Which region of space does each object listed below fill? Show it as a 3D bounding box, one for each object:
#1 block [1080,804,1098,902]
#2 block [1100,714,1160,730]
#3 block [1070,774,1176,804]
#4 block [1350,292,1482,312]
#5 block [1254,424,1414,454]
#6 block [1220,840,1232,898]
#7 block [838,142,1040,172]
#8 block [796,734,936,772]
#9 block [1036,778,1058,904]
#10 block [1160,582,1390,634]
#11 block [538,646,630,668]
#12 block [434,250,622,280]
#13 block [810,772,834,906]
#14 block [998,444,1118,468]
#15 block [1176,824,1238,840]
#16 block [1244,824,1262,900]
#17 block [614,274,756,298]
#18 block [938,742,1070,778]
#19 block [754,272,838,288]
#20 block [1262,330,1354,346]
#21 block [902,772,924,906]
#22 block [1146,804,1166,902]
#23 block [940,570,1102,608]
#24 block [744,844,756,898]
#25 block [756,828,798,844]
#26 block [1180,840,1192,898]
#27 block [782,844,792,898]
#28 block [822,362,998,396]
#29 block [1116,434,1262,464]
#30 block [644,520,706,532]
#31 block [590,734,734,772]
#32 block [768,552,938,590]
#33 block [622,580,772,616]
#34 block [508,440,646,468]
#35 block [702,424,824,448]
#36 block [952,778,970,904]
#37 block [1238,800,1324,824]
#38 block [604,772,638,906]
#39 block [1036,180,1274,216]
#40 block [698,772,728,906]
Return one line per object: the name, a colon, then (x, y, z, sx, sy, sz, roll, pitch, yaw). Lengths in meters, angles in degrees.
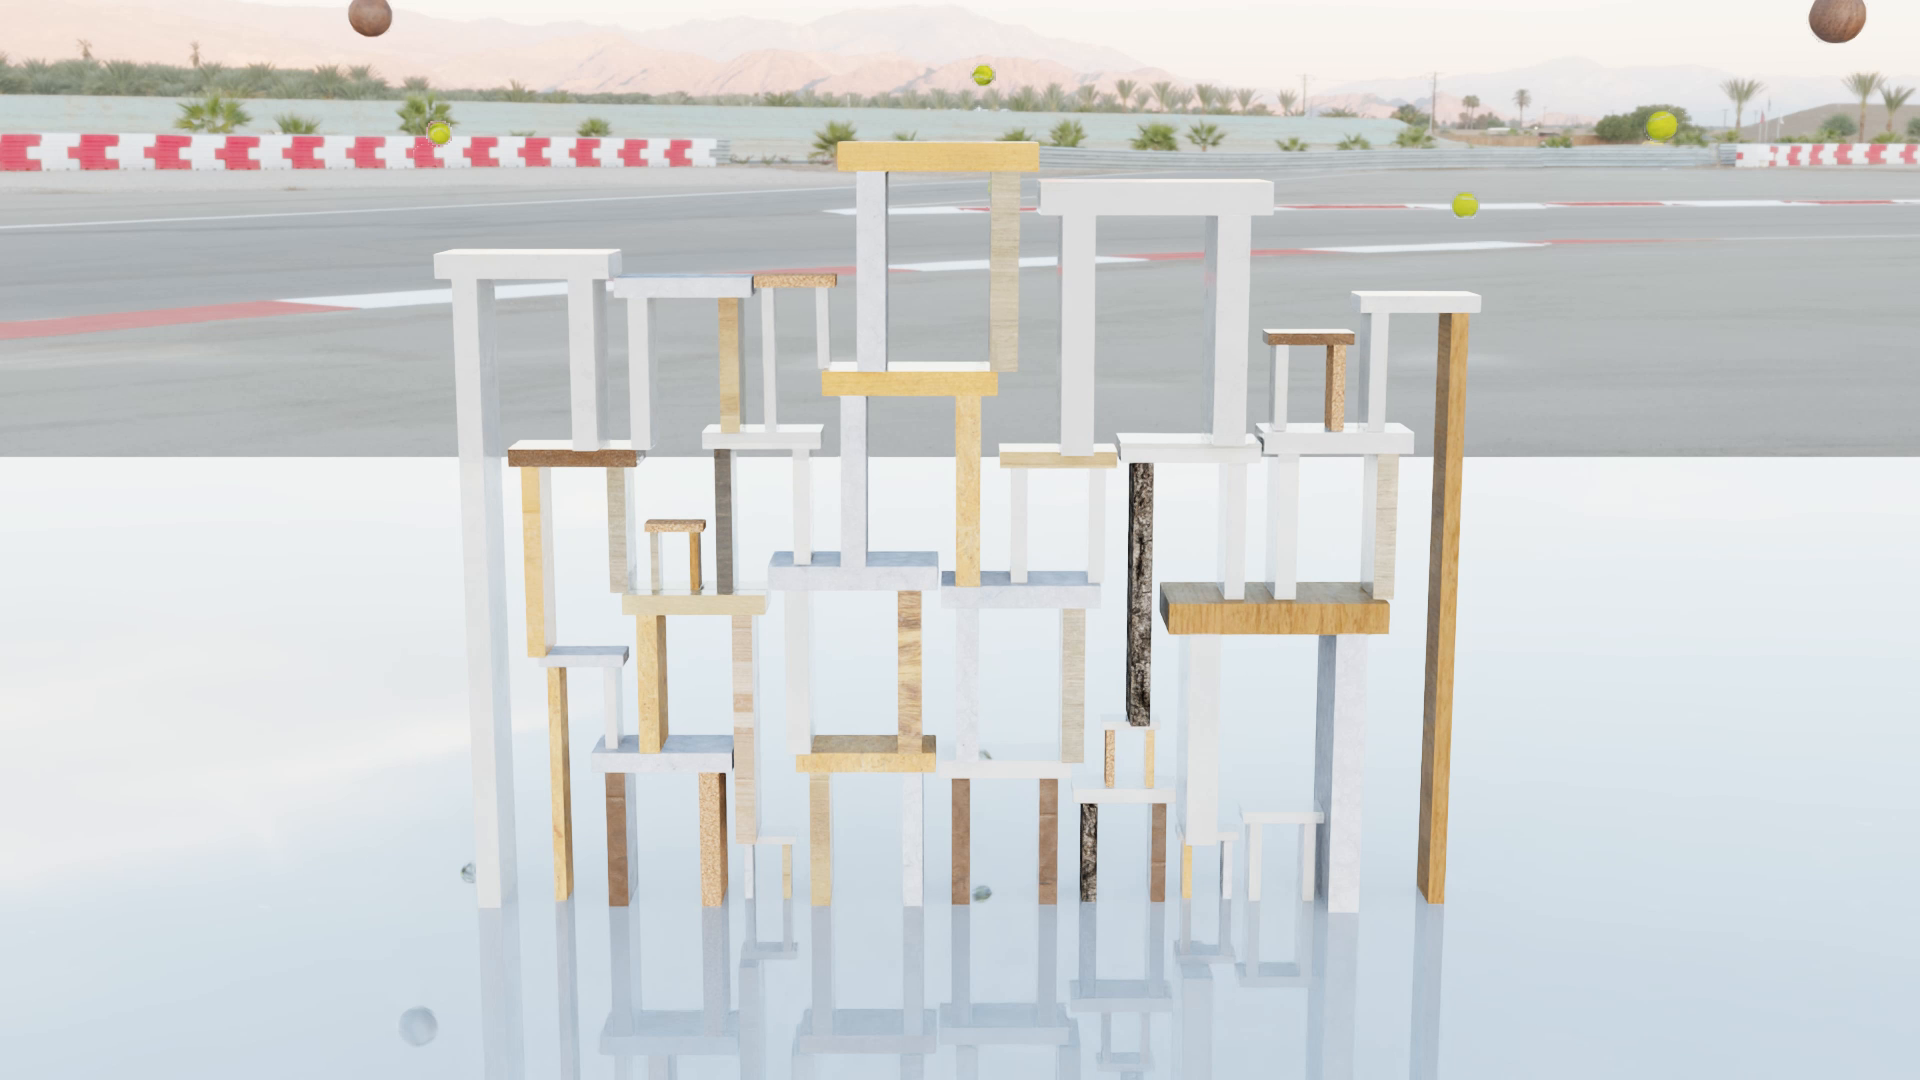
block: (0.214, 0.506, 3.656, 0.024, 0.169, 0.085, 0, 11, 0)
block: (0.279, 0.299, 3.611, 0.097, 0.014, 0.049, 0, 11, 0)
block: (0.270, 0.411, 3.639, 0.169, 0.024, 0.085, 0, 11, 0)
block: (0.721, -0.378, 3.487, 0.188, 0.027, 0.094, 0, 11, 0)
block: (0.599, -0.163, 3.529, 0.236, 0.033, 0.118, 0, 11, 0)
block: (0.443, 0.541, 3.661, 0.014, 0.100, 0.050, 0, 11, 0)
block: (-0.033, -0.601, 3.444, 0.309, 0.044, 0.154, 0, 11, 0)
block: (-0.153, 0.351, 3.624, 0.227, 0.032, 0.113, 0, 11, 0)
block: (0.145, 0.484, 3.651, 0.030, 0.215, 0.108, 0, 11, 0)
block: (0.507, 0.110, 3.578, 0.350, 0.050, 0.175, 0, 11, 0)
block: (-0.614, 0.190, 3.595, 0.137, 0.019, 0.068, 0, 11, 0)
block: (-0.680, -0.437, 3.477, 0.270, 0.038, 0.135, 0, 11, 0)
block: (-0.229, 0.479, 3.647, 0.032, 0.227, 0.113, 0, 11, 0)
block: (0.157, -0.135, 3.539, 0.186, 0.026, 0.093, 0, 11, 0)
block: (0.410, 0.485, 3.651, 0.100, 0.014, 0.050, 0, 10, 0)
block: (0.487, 0.525, 3.656, 0.019, 0.133, 0.067, 0, 11, 0)
block: (-0.434, -0.403, 3.485, 0.213, 0.030, 0.107, 0, 11, 0)
block: (0.073, 0.363, 3.629, 0.215, 0.030, 0.108, 0, 11, 0)
block: (-0.260, -0.412, 3.483, 0.128, 0.018, 0.064, 0, 11, 0)
block: (0.554, -0.323, 3.500, 0.136, 0.019, 0.068, 0, 11, 0)
block: (-0.077, 0.479, 3.647, 0.032, 0.227, 0.113, 0, 11, 0)
block: (0.326, 0.506, 3.656, 0.024, 0.169, 0.085, 0, 11, 0)
block: (0.097, 0.080, 3.571, 0.256, 0.036, 0.128, 0, 11, 0)
block: (-0.349, 0.544, 3.661, 0.013, 0.094, 0.047, 0, 11, 0)
block: (-0.318, 0.491, 3.651, 0.094, 0.013, 0.047, 0, 11, 0)
block: (0.376, 0.541, 3.661, 0.014, 0.100, 0.050, 0, 11, 0)
block: (-0.287, 0.544, 3.661, 0.013, 0.094, 0.047, 0, 11, 0)
block: (-0.079, -0.257, 3.509, 0.275, 0.039, 0.137, 0, 11, 0)
block: (0.365, -0.148, 3.529, 0.221, 0.031, 0.111, 0, 11, 0)
block: (-0.461, -0.023, 3.558, 0.095, 0.013, 0.047, 0, 11, 0)
block: (-0.484, 0.351, 3.620, 0.228, 0.032, 0.114, 0, 11, 0)
block: (-0.171, 0.050, 3.572, 0.271, 0.038, 0.135, 0, 11, 0)
block: (-0.426, 0.094, 3.572, 0.230, 0.033, 0.115, 0, 11, 0)
block: (-0.615, -0.139, 3.537, 0.204, 0.029, 0.102, 0, 11, 0)
block: (-0.315, -0.166, 3.530, 0.187, 0.027, 0.094, 0, 11, 0)
block: (0.001, 0.484, 3.650, 0.030, 0.215, 0.108, 0, 11, 0)
block: (0.531, 0.450, 3.642, 0.133, 0.019, 0.067, 0, 11, 0)
block: (-0.560, 0.479, 3.644, 0.032, 0.228, 0.114, 0, 11, 0)
block: (0.303, -0.540, 3.462, 0.357, 0.051, 0.179, 0, 11, 0)
block: (-0.408, 0.479, 3.644, 0.032, 0.228, 0.114, 0, 11, 0)
